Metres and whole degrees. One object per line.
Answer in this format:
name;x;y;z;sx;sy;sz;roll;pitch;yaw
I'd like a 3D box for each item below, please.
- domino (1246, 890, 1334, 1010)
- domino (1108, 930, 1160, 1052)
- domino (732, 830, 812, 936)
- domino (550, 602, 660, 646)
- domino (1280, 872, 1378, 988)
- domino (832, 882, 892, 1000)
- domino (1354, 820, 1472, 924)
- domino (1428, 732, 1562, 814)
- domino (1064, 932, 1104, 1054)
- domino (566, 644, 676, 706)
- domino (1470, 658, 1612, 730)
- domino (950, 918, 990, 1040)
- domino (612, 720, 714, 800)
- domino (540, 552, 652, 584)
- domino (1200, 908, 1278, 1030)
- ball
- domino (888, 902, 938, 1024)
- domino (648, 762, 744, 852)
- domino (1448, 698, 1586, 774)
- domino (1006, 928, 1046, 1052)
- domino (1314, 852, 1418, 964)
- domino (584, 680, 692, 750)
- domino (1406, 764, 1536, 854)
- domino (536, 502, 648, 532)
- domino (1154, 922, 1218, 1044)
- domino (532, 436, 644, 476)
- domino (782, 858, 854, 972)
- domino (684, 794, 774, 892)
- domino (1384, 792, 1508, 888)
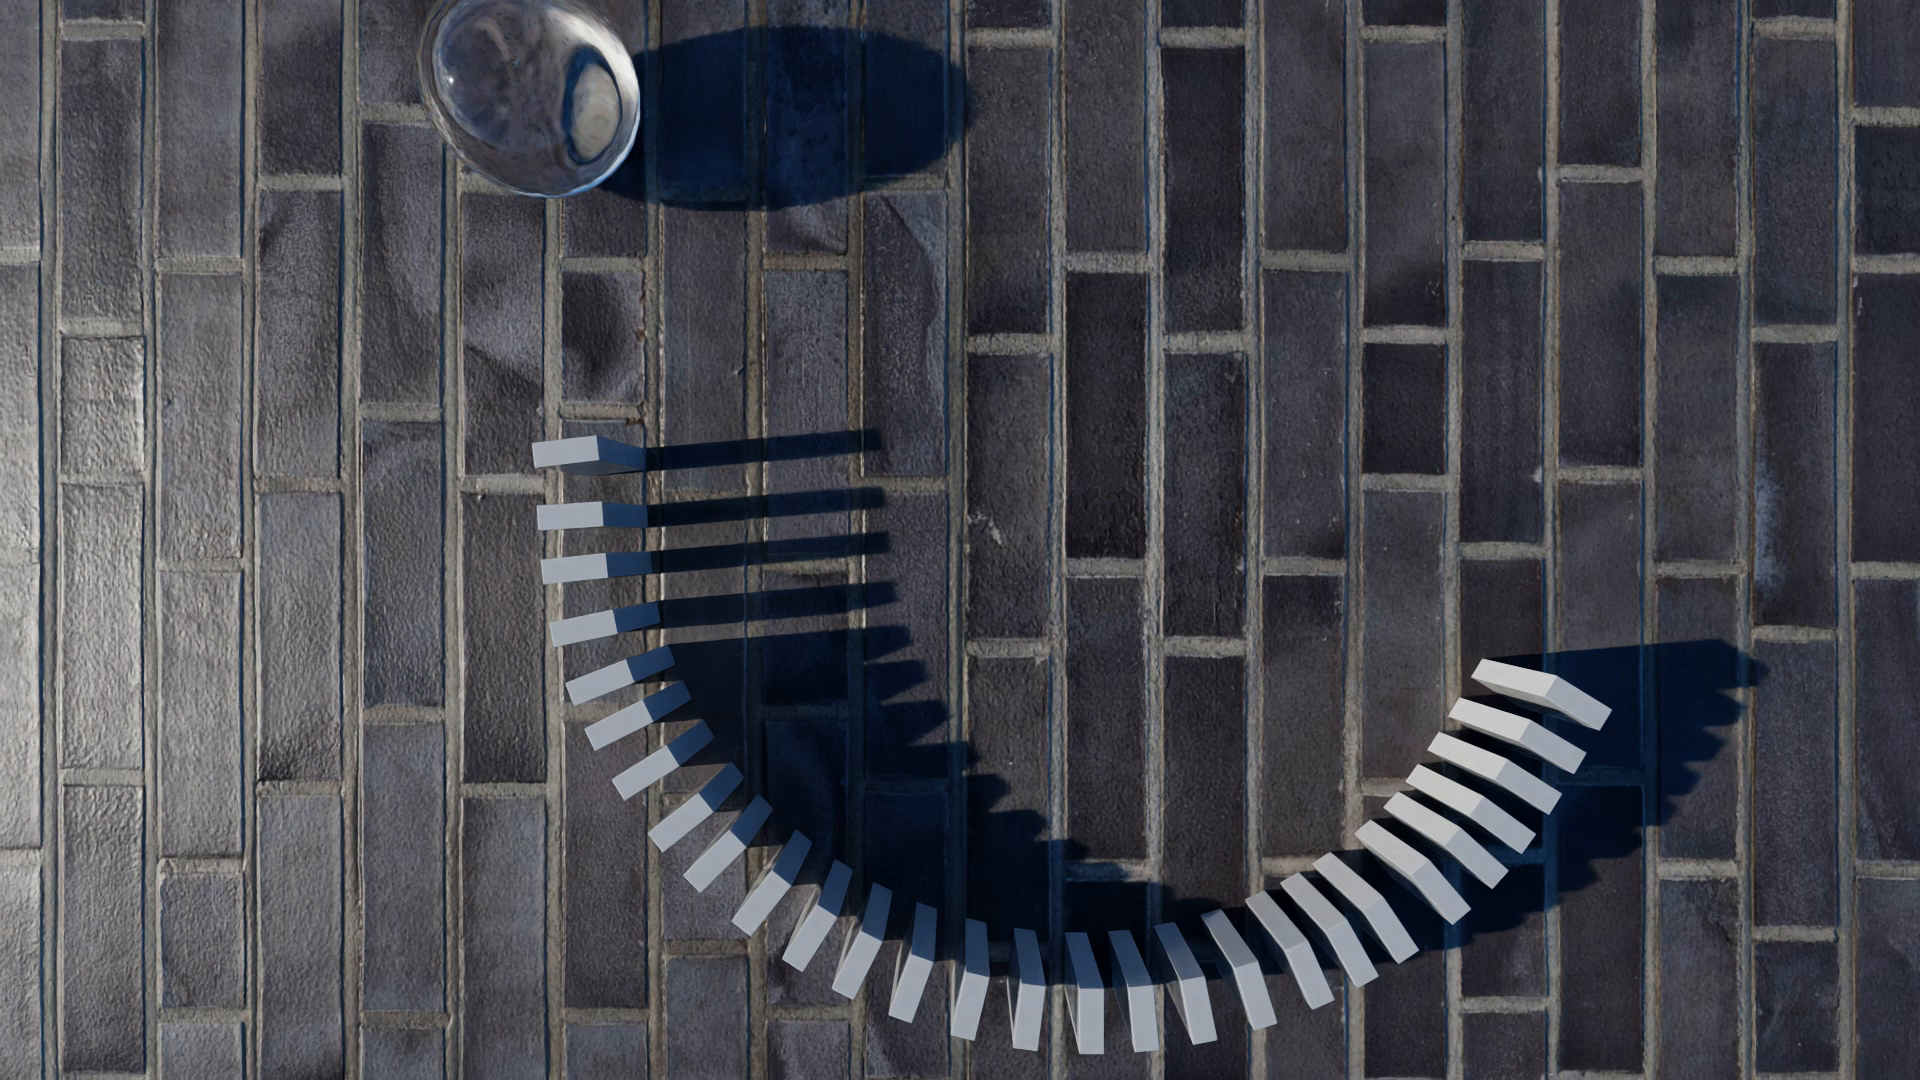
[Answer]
domino;0.134;0.166;0.375;0.009;0.050;0.025;-24;90;0
domino;0.070;0.183;0.375;0.009;0.050;0.025;-6;90;0
domino;-0.076;0.139;0.375;0.010;0.050;0.025;39;90;0
domino;-0.144;0.034;0.375;0.025;0.050;0.010;-12;90;0
domino;0.150;0.158;0.375;0.010;0.050;0.025;-29;90;0
domino;-0.039;0.162;0.375;0.009;0.050;0.025;27;90;0
domino;0.184;0.135;0.375;0.009;0.050;0.025;-41;90;0
domino;0.217;0.094;0.375;0.025;0.050;0.009;32;90;0
domino;0.050;0.184;0.375;0.010;0.050;0.025;0;90;0
domino;-0.137;0.054;0.375;0.025;0.050;0.010;-21;90;0
domino;0.236;0.062;0.375;0.025;0.050;0.010;32;90;0
domino;0.004;0.178;0.375;0.009;0.050;0.025;14;90;0
domino;-0.120;0.089;0.375;0.025;0.050;0.009;-32;90;0
domino;-0.147;0.011;0.375;0.025;0.050;0.009;-6;90;0
domino;0.113;0.174;0.375;0.009;0.050;0.025;-18;90;0
ball;-0.168;-0.177;0.360;0.080;0.080;0.080;0;90;0
domino;-0.019;0.171;0.375;0.010;0.050;0.025;20;90;0
domino;-0.107;0.108;0.375;0.025;0.050;0.010;-38;90;0
domino;0.226;0.079;0.375;0.025;0.050;0.010;30;90;0
domino;0.027;0.182;0.375;0.010;0.050;0.025;7;90;0
domino;0.165;0.149;0.375;0.009;0.050;0.025;-34;90;0
domino;-0.130;0.071;0.375;0.025;0.050;0.009;-26;90;0
domino;0.207;0.109;0.375;0.025;0.050;0.009;36;90;0
domino;-0.149;-0.009;0.375;0.025;0.050;0.010;-4;90;0
domino;0.091;0.180;0.375;0.009;0.050;0.025;-11;90;0
domino;-0.151;-0.034;0.375;0.025;0.050;0.010;-7;90;0
domino;-0.057;0.152;0.375;0.010;0.050;0.025;33;90;0
domino;-0.094;0.123;0.375;0.025;0.050;0.010;-45;90;0
domino;0.197;0.122;0.375;0.025;0.050;0.009;42;90;0
